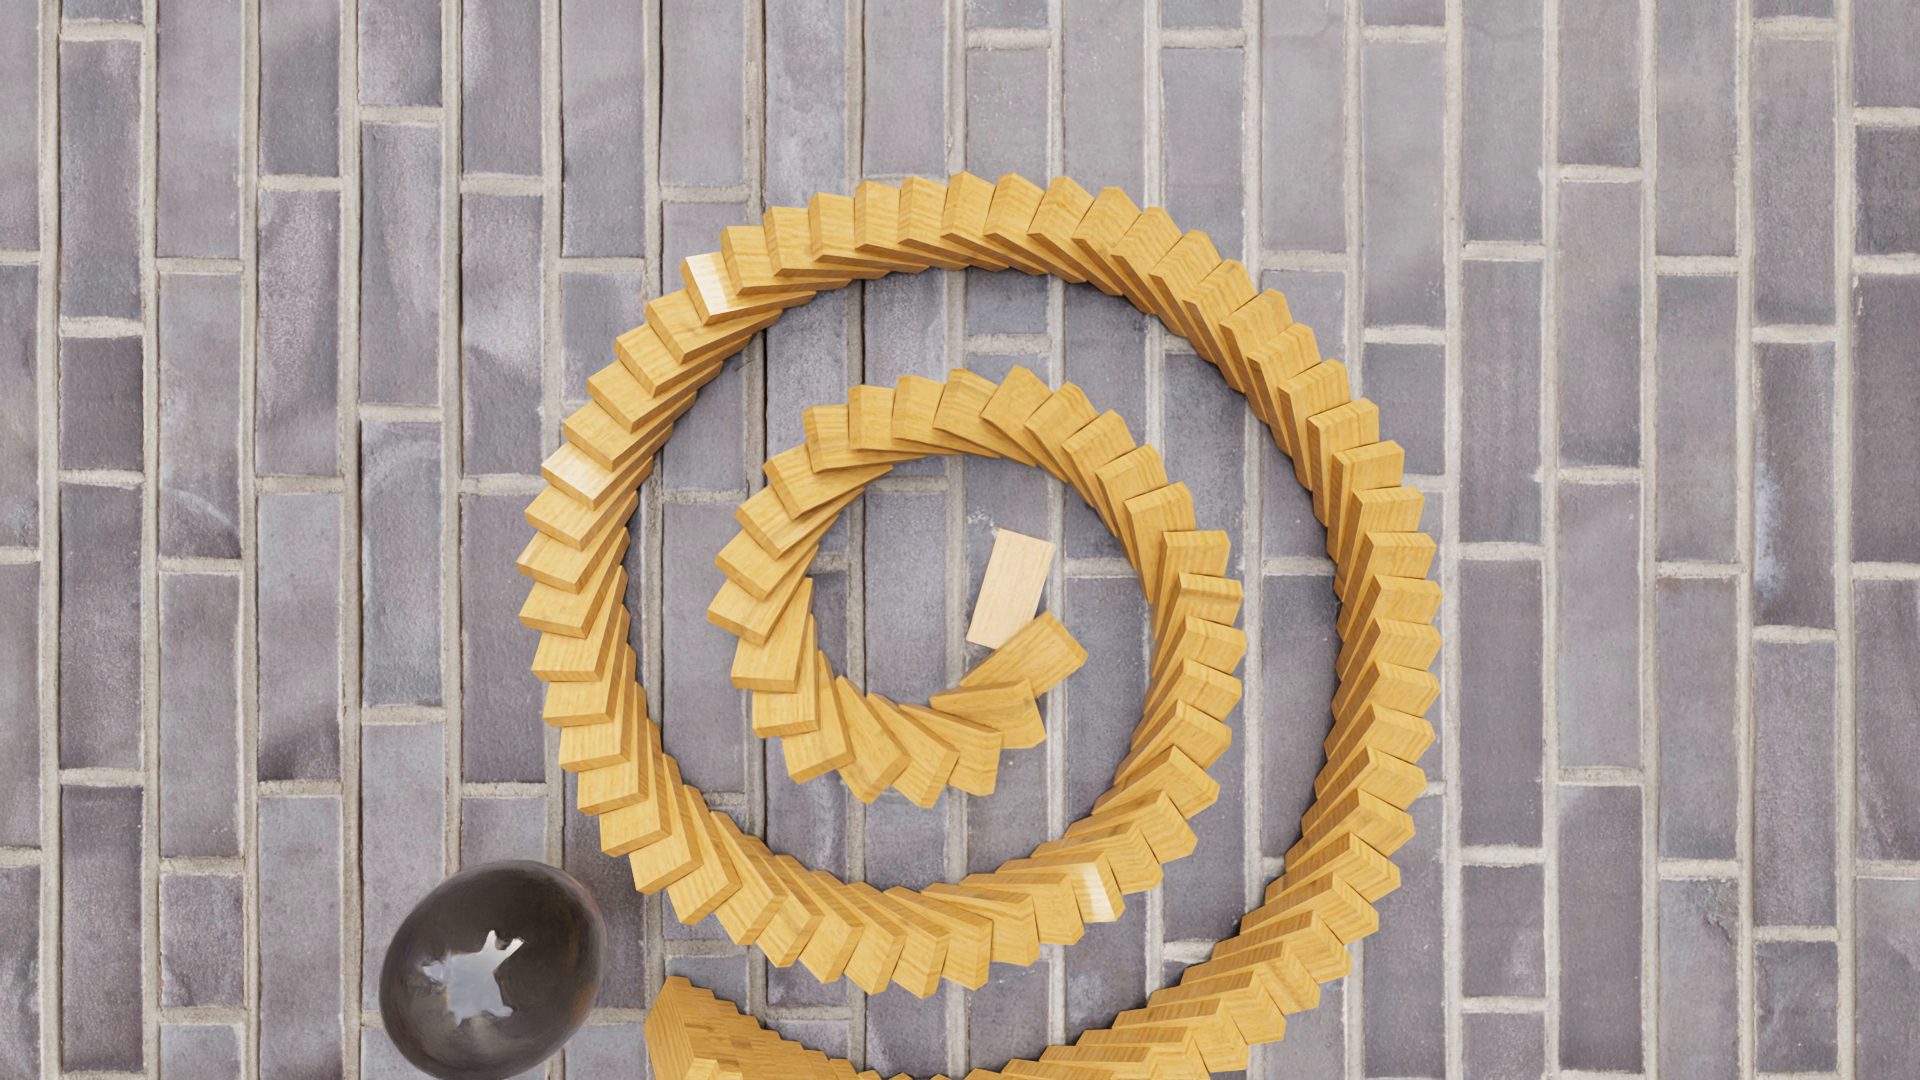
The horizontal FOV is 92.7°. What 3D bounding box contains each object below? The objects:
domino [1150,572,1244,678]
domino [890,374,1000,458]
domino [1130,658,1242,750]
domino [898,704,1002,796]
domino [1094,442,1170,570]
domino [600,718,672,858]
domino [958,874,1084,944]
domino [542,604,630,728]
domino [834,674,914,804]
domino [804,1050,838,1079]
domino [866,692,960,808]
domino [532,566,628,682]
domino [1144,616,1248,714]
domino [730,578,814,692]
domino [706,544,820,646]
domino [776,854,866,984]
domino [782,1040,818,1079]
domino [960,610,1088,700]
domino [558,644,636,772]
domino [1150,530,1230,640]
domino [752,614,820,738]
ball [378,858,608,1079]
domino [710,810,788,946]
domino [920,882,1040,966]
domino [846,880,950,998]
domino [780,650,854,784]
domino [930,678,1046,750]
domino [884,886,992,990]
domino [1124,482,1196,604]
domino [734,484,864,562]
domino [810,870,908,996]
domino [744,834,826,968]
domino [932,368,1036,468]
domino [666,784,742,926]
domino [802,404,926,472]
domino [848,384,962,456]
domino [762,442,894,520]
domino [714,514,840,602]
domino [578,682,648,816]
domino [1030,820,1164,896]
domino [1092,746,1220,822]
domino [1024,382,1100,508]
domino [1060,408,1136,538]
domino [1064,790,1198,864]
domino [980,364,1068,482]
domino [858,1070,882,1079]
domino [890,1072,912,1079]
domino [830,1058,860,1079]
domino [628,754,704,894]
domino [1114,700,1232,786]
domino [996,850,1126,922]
[{"bbox_3d":[0.098,0.038,0.381,0.025,0.010,0.050,8,126,0],"label":"domino"},{"bbox_3d":[-0.004,-0.051,0.381,0.050,0.010,0.025,8,90,-37],"label":"domino"},{"bbox_3d":[0.093,0.073,0.382,0.025,0.009,0.050,23,125,0],"label":"domino"},{"bbox_3d":[-0.006,0.086,0.380,0.050,0.009,0.025,9,90,42],"label":"domino"},{"bbox_3d":[0.076,-0.013,0.382,0.025,0.010,0.050,-27,126,0],"label":"domino"},{"bbox_3d":[-0.137,0.103,0.382,0.025,0.009,0.050,-21,55,0],"label":"domino"},{"bbox_3d":[0.025,0.153,0.382,0.050,0.010,0.025,-15,90,35],"label":"domino"},{"bbox_3d":[-0.155,0.052,0.382,0.025,0.010,0.050,-5,55,0],"label":"domino"},{"bbox_3d":[-0.044,0.082,0.380,0.025,0.009,0.050,-47,50,0],"label":"domino"},{"bbox_3d":[-0.057,0.239,0.376,0.010,0.050,0.025,26,90,-32],"label":"domino"},{"bbox_3d":[-0.025,0.086,0.380,0.050,0.010,0.025,27,90,40],"label":"domino"},{"bbox_3d":[-0.158,0.034,0.382,0.025,0.010,0.050,1,56,0],"label":"domino"},{"bbox_3d":[0.097,0.056,0.382,0.025,0.009,0.050,16,126,0],"label":"domino"},{"bbox_3d":[-0.077,0.038,0.381,0.025,0.009,0.050,4,52,0],"label":"domino"},{"bbox_3d":[-0.081,0.017,0.381,0.025,0.009,0.050,25,52,0],"label":"domino"},{"bbox_3d":[-0.064,0.157,0.382,0.050,0.010,0.025,28,90,35],"label":"domino"},{"bbox_3d":[-0.067,0.234,0.376,0.009,0.050,0.025,26,90,-32],"label":"domino"},{"bbox_3d":[0.026,0.054,0.384,0.025,0.009,0.050,48,117,-2],"label":"domino"},{"bbox_3d":[-0.150,0.069,0.382,0.025,0.009,0.050,-10,55,0],"label":"domino"},{"bbox_3d":[0.095,0.019,0.381,0.025,0.010,0.050,-2,126,-1],"label":"domino"},{"bbox_3d":[-0.072,0.056,0.381,0.025,0.009,0.050,-8,53,0],"label":"domino"},{"bbox_3d":[-0.181,0.168,0.360,0.080,0.080,0.080,0,90,0],"label":"ball"},{"bbox_3d":[-0.095,0.140,0.382,0.050,0.009,0.025,38,90,35],"label":"domino"},{"bbox_3d":[0.008,0.159,0.382,0.050,0.010,0.025,-8,90,35],"label":"domino"},{"bbox_3d":[-0.029,0.165,0.382,0.050,0.010,0.025,15,91,35],"label":"domino"},{"bbox_3d":[-0.062,0.073,0.380,0.025,0.009,0.050,-23,51,1],"label":"domino"},{"bbox_3d":[0.011,0.073,0.379,0.050,0.009,0.025,-17,92,45],"label":"domino"},{"bbox_3d":[-0.011,0.165,0.381,0.050,0.009,0.025,5,90,36],"label":"domino"},{"bbox_3d":[0.085,0.002,0.381,0.025,0.009,0.050,-19,127,0],"label":"domino"},{"bbox_3d":[-0.066,-0.016,0.381,0.025,0.010,0.050,48,53,0],"label":"domino"},{"bbox_3d":[-0.047,0.162,0.382,0.050,0.010,0.025,22,90,35],"label":"domino"},{"bbox_3d":[-0.081,0.150,0.382,0.050,0.010,0.025,34,90,35],"label":"domino"},{"bbox_3d":[0.014,-0.050,0.381,0.050,0.010,0.025,18,90,-37],"label":"domino"},{"bbox_3d":[-0.113,0.130,0.382,0.025,0.010,0.050,-39,55,0],"label":"domino"},{"bbox_3d":[-0.039,-0.044,0.381,0.050,0.009,0.025,-11,89,-38],"label":"domino"},{"bbox_3d":[-0.022,-0.049,0.381,0.050,0.009,0.025,0,89,-37],"label":"domino"},{"bbox_3d":[-0.054,-0.030,0.381,0.050,0.010,0.025,-30,90,-38],"label":"domino"},{"bbox_3d":[-0.076,0.000,0.381,0.025,0.009,0.050,38,53,0],"label":"domino"},{"bbox_3d":[-0.144,0.086,0.382,0.025,0.009,0.050,-15,55,0],"label":"domino"},{"bbox_3d":[0.056,0.135,0.382,0.050,0.010,0.025,-28,91,36],"label":"domino"},{"bbox_3d":[0.081,0.108,0.381,0.025,0.009,0.050,41,127,0],"label":"domino"},{"bbox_3d":[0.050,-0.039,0.381,0.025,0.009,0.050,-44,127,-1],"label":"domino"},{"bbox_3d":[0.064,-0.027,0.381,0.025,0.009,0.050,-35,126,0],"label":"domino"},{"bbox_3d":[0.070,0.124,0.381,0.050,0.009,0.025,-34,91,36],"label":"domino"},{"bbox_3d":[0.034,-0.047,0.381,0.050,0.009,0.025,35,89,-37],"label":"domino"},{"bbox_3d":[-0.030,0.250,0.379,0.050,0.010,0.025,30,93,42],"label":"domino"},{"bbox_3d":[-0.011,0.248,0.381,0.050,0.009,0.025,13,90,37],"label":"domino"},{"bbox_3d":[-0.045,0.242,0.377,0.009,0.050,0.025,26,90,-34],"label":"domino"},{"bbox_3d":[-0.126,0.118,0.382,0.025,0.010,0.050,-30,55,0],"label":"domino"},{"bbox_3d":[0.088,0.090,0.382,0.025,0.009,0.050,29,126,0],"label":"domino"},{"bbox_3d":[0.041,0.146,0.382,0.050,0.010,0.025,-21,90,35],"label":"domino"}]
